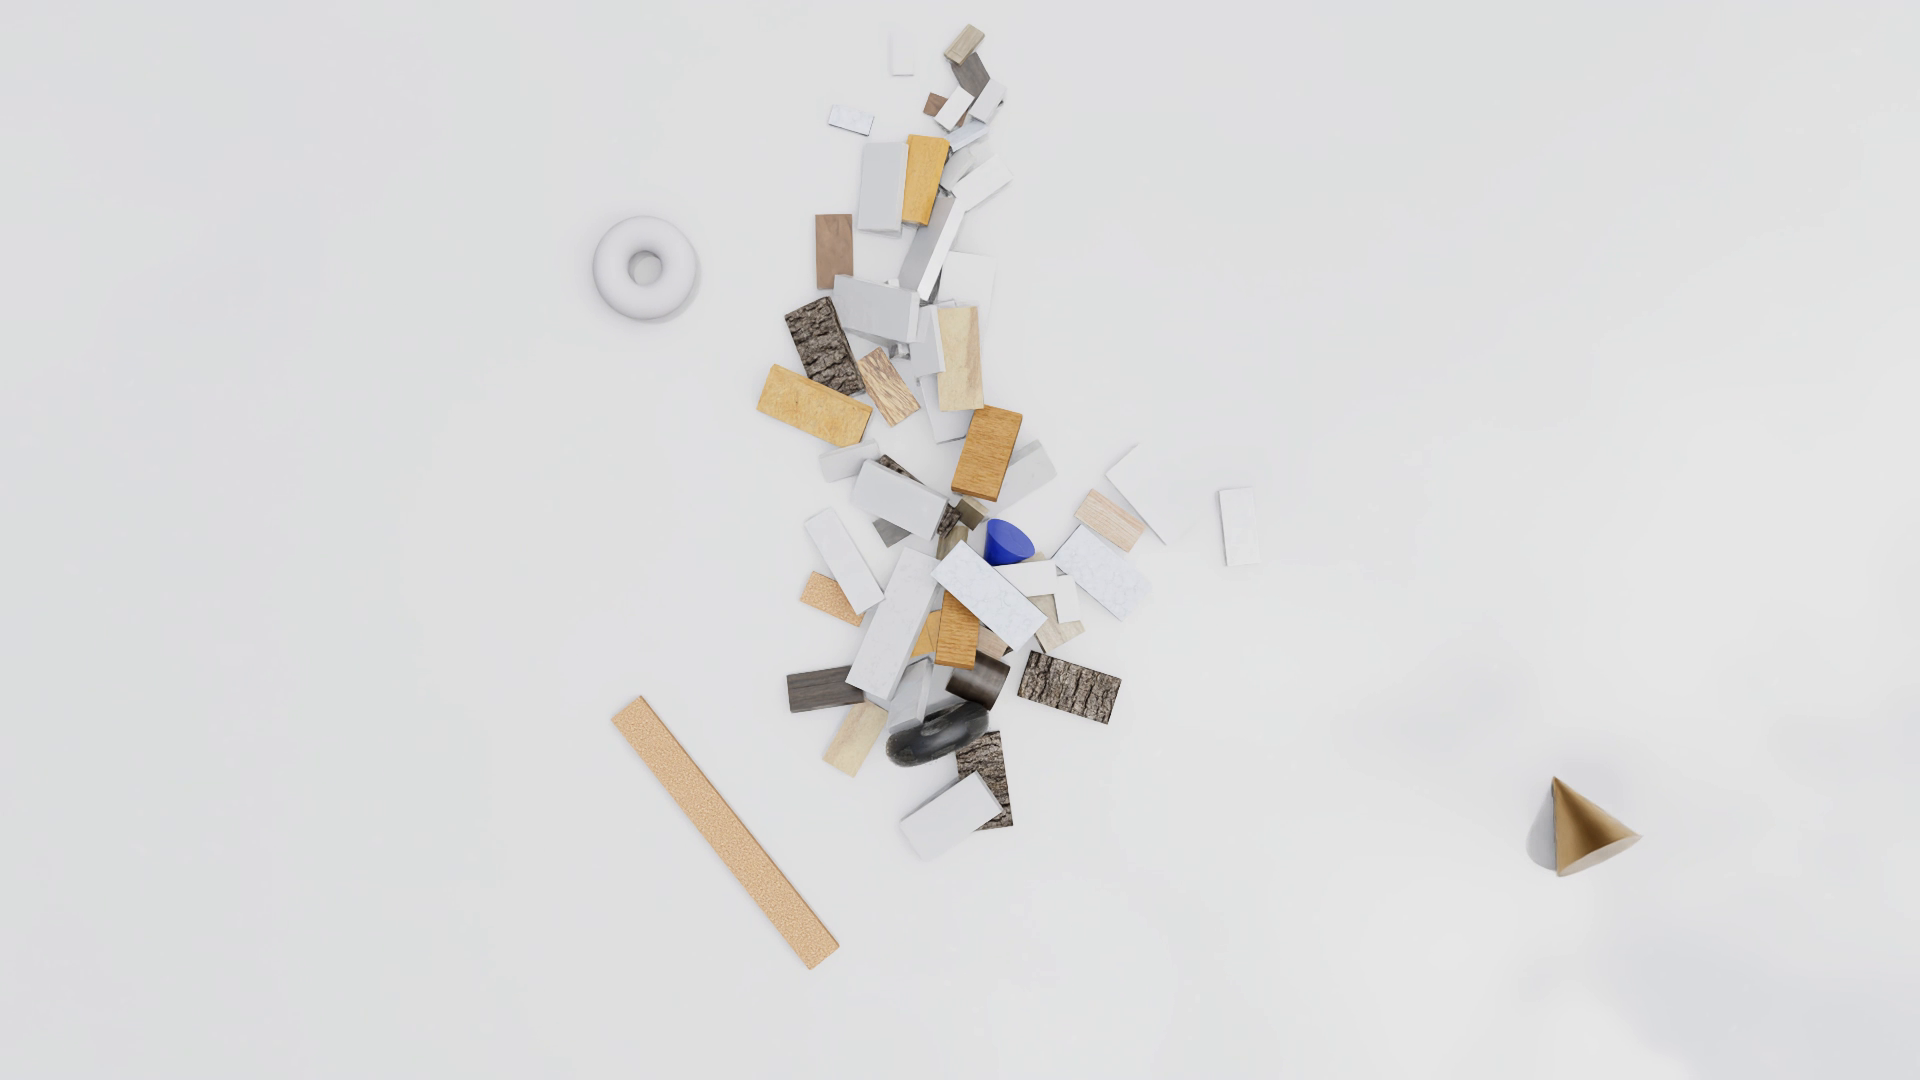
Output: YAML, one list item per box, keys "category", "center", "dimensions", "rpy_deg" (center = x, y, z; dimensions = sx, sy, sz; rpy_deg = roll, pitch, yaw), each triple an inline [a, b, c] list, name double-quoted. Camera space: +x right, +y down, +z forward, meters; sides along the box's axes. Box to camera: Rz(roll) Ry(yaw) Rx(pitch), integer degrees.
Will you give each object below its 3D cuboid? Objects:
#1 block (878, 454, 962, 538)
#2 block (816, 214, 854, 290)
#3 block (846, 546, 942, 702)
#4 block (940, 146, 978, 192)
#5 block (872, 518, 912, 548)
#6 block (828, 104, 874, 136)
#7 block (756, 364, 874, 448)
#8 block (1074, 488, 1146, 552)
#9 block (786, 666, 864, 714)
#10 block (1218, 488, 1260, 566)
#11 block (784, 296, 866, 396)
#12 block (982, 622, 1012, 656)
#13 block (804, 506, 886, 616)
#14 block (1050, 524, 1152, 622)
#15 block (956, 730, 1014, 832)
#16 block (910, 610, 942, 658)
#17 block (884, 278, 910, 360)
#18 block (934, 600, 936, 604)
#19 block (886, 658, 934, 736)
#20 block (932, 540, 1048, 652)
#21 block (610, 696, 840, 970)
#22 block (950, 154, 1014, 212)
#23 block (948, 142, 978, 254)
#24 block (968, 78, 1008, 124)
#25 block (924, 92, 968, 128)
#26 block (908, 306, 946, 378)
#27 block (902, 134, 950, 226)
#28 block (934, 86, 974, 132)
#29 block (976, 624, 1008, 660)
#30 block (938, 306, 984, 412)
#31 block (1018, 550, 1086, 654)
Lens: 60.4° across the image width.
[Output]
- category: "block"
  center: [-0.150, -0.144, 5.440]
  dimensions: [0.327, 0.028, 0.098]
  rpy_deg: [38, 111, 6]
- category: "block"
  center: [-0.416, -0.958, 5.483]
  dimensions: [0.122, 0.035, 0.244]
  rpy_deg: [-1, 90, 0]
- category: "block"
  center: [-0.204, 0.275, 5.418]
  dimensions: [0.157, 0.044, 0.487]
  rpy_deg: [22, 84, 21]
- category: "block"
  center: [-0.015, -1.227, 5.442]
  dimensions: [0.145, 0.021, 0.072]
  rpy_deg: [-50, 54, 8]
- category: "block"
  center: [-0.182, -0.065, 5.486]
  dimensions: [0.196, 0.028, 0.098]
  rpy_deg: [-31, 90, 0]
- category: "block"
  center: [-0.362, -1.398, 5.490]
  dimensions: [0.139, 0.020, 0.069]
  rpy_deg: [16, 90, 0]
- category: "block"
  center: [-0.479, -0.434, 5.439]
  dimensions: [0.357, 0.046, 0.162]
  rpy_deg: [24, 121, 0]
- category: "block"
  center: [0.500, -0.064, 5.484]
  dimensions: [0.220, 0.031, 0.110]
  rpy_deg: [34, 90, 0]
- category: "block"
  center: [-0.445, 0.493, 5.462]
  dimensions: [0.246, 0.035, 0.123]
  rpy_deg: [-9, 69, 0]
- category: "block"
  center: [0.928, -0.044, 5.484]
  dimensions: [0.110, 0.031, 0.251]
  rpy_deg: [-6, 90, 0]
- category: "block"
  center: [-0.447, -0.622, 5.447]
  dimensions: [0.162, 0.046, 0.324]
  rpy_deg: [-21, 90, 23]
- category: "block"
  center: [0.121, 0.271, 5.488]
  dimensions: [0.082, 0.023, 0.223]
  rpy_deg: [-30, 90, 0]
- category: "block"
  center: [-0.380, 0.070, 5.448]
  dimensions: [0.108, 0.030, 0.359]
  rpy_deg: [-31, 78, 0]
- category: "block"
  center: [0.469, 0.109, 5.478]
  dimensions: [0.314, 0.044, 0.157]
  rpy_deg: [40, 90, 0]
- category: "block"
  center: [0.077, 0.802, 5.478]
  dimensions: [0.157, 0.044, 0.313]
  rpy_deg: [-8, 90, 0]
- category: "block"
  center: [-0.150, 0.320, 5.462]
  dimensions: [0.252, 0.036, 0.126]
  rpy_deg: [-15, 90, 9]
- category: "block"
  center: [-0.218, -0.727, 5.437]
  dimensions: [0.035, 0.122, 0.244]
  rpy_deg: [-8, 90, -18]
- category: "block"
  center: [-0.160, 0.175, 5.489]
  dimensions: [0.152, 0.022, 0.076]
  rpy_deg: [-2, 90, 0]
- category: "block"
  center: [-0.163, 0.510, 5.370]
  dimensions: [0.126, 0.252, 0.036]
  rpy_deg: [-24, 125, 30]
- category: "block"
  center: [0.095, 0.180, 5.358]
  dimensions: [0.378, 0.043, 0.152]
  rpy_deg: [42, 94, 0]
- category: "block"
  center: [-0.780, 0.973, 5.483]
  dimensions: [0.123, 0.035, 1.065]
  rpy_deg: [-38, 90, 0]
- category: "block"
  center: [0.071, -1.180, 5.459]
  dimensions: [0.193, 0.027, 0.096]
  rpy_deg: [-36, 91, -1]
- category: "block"
  center: [0.006, -1.028, 5.486]
  dimensions: [0.096, 0.027, 0.582]
  rpy_deg: [1, 90, 0]
- category: "block"
  center: [0.093, -1.450, 5.451]
  dimensions: [0.068, 0.019, 0.135]
  rpy_deg: [33, 90, 22]
- category: "block"
  center: [-0.046, -1.432, 5.490]
  dimensions: [0.139, 0.020, 0.069]
  rpy_deg: [21, 90, 0]
- category: "block"
  center: [-0.112, -0.639, 5.319]
  dimensions: [0.108, 0.030, 0.215]
  rpy_deg: [-9, 89, 36]
- category: "block"
  center: [-0.138, -1.190, 5.445]
  dimensions: [0.142, 0.040, 0.284]
  rpy_deg: [15, 90, 32]
- category: "block"
  center: [-0.018, -1.429, 5.467]
  dimensions: [0.068, 0.019, 0.135]
  rpy_deg: [37, 93, 1]
- category: "block"
  center: [0.081, 0.332, 5.467]
  dimensions: [0.152, 0.022, 0.076]
  rpy_deg: [29, 92, 1]
- category: "block"
  center: [-0.004, -0.584, 5.332]
  dimensions: [0.142, 0.040, 0.328]
  rpy_deg: [-4, 93, 5]
- category: "block"
  center: [0.273, 0.205, 5.442]
  dimensions: [0.152, 0.043, 0.303]
  rpy_deg: [-28, 88, -12]
